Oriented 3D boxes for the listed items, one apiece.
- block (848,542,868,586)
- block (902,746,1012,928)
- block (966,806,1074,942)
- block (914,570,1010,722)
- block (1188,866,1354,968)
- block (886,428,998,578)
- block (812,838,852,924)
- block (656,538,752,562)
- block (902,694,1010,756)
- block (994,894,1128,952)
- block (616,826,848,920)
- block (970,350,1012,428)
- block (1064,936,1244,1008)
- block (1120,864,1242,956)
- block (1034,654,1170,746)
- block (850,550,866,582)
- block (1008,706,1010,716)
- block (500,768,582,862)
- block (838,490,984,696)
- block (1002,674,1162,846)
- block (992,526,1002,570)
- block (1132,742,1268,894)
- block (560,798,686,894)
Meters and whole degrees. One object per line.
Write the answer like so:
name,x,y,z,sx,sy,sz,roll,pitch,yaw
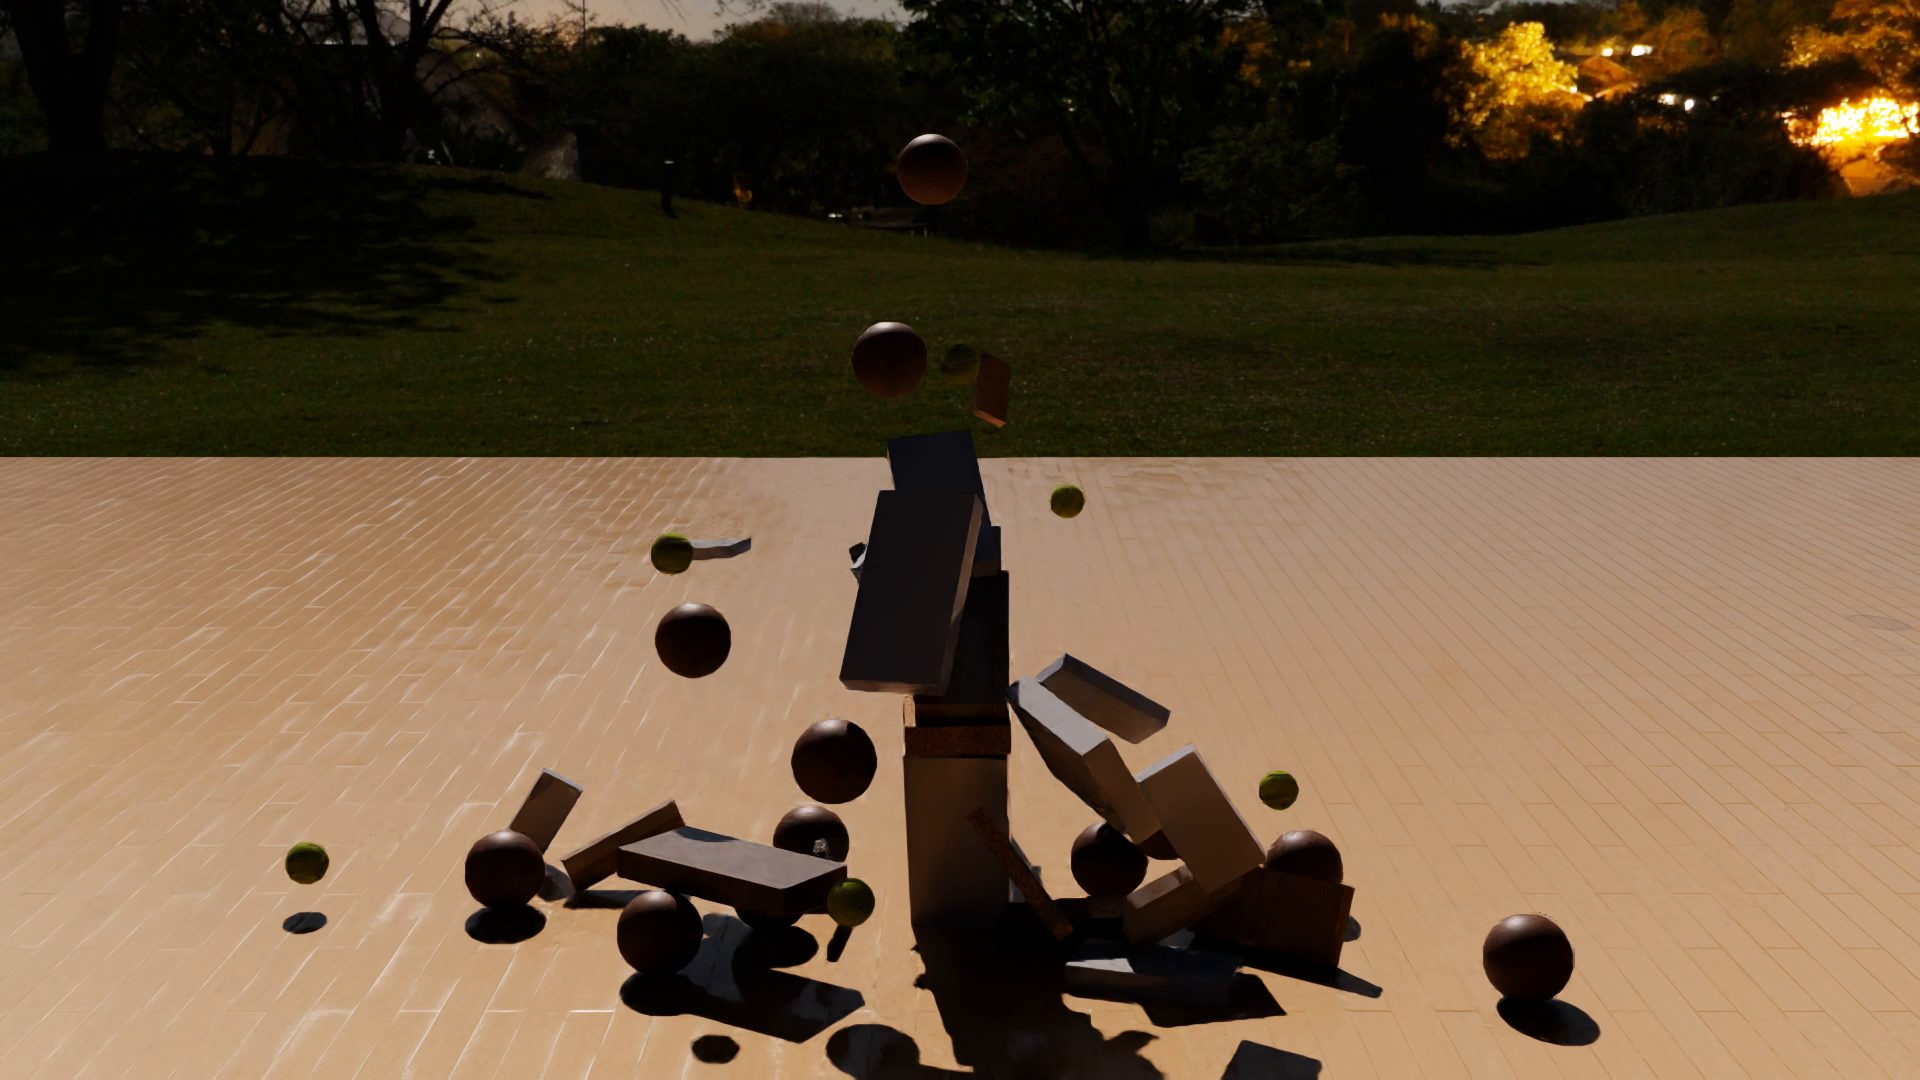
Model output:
block,-0.139,0.099,3.878,0.026,0.182,0.091,-31,-35,22
block,-0.001,0.466,3.461,0.160,0.320,0.045,1,27,6
block,0.089,0.492,3.241,0.029,0.208,0.104,-37,-23,-3
block,0.005,0.163,3.445,0.142,0.040,0.284,0,44,2
block,0.480,0.574,3.410,0.245,0.122,0.035,8,-12,35
block,-0.031,-0.056,3.593,0.142,0.040,0.284,-7,50,-5
block,-0.203,0.547,3.527,0.018,0.127,0.063,-20,12,3
block,-0.461,0.018,3.966,0.152,0.022,0.076,-3,10,25
block,-0.009,0.274,3.489,0.160,0.045,0.320,-1,11,-2
block,0.183,0.589,3.388,0.245,0.035,0.122,-2,-29,-10
block,-0.350,0.506,3.367,0.321,0.046,0.161,8,10,32
block,0.054,-0.262,3.817,0.063,0.127,0.018,27,-40,-27
block,0.291,0.644,3.285,0.245,0.035,0.122,3,11,18
block,0.337,0.540,3.322,0.208,0.104,0.029,-23,44,-27
block,0.239,0.271,3.723,0.211,0.030,0.106,29,-34,-13
block,-0.104,0.111,3.806,0.022,0.222,0.076,-15,28,41
block,0.002,0.426,3.680,0.160,0.320,0.045,0,28,0
block,-0.726,0.476,3.814,0.076,0.152,0.022,30,11,-15
block,-0.073,0.080,3.397,0.161,0.321,0.046,2,-25,19
block,0.170,0.309,3.136,0.046,0.161,0.321,-34,21,-9
block,-0.005,0.112,3.566,0.142,0.284,0.040,0,-30,2
block,0.345,0.404,3.177,0.104,0.208,0.029,-32,16,11
block,-0.564,0.514,3.702,0.210,0.063,0.018,-28,19,-20
